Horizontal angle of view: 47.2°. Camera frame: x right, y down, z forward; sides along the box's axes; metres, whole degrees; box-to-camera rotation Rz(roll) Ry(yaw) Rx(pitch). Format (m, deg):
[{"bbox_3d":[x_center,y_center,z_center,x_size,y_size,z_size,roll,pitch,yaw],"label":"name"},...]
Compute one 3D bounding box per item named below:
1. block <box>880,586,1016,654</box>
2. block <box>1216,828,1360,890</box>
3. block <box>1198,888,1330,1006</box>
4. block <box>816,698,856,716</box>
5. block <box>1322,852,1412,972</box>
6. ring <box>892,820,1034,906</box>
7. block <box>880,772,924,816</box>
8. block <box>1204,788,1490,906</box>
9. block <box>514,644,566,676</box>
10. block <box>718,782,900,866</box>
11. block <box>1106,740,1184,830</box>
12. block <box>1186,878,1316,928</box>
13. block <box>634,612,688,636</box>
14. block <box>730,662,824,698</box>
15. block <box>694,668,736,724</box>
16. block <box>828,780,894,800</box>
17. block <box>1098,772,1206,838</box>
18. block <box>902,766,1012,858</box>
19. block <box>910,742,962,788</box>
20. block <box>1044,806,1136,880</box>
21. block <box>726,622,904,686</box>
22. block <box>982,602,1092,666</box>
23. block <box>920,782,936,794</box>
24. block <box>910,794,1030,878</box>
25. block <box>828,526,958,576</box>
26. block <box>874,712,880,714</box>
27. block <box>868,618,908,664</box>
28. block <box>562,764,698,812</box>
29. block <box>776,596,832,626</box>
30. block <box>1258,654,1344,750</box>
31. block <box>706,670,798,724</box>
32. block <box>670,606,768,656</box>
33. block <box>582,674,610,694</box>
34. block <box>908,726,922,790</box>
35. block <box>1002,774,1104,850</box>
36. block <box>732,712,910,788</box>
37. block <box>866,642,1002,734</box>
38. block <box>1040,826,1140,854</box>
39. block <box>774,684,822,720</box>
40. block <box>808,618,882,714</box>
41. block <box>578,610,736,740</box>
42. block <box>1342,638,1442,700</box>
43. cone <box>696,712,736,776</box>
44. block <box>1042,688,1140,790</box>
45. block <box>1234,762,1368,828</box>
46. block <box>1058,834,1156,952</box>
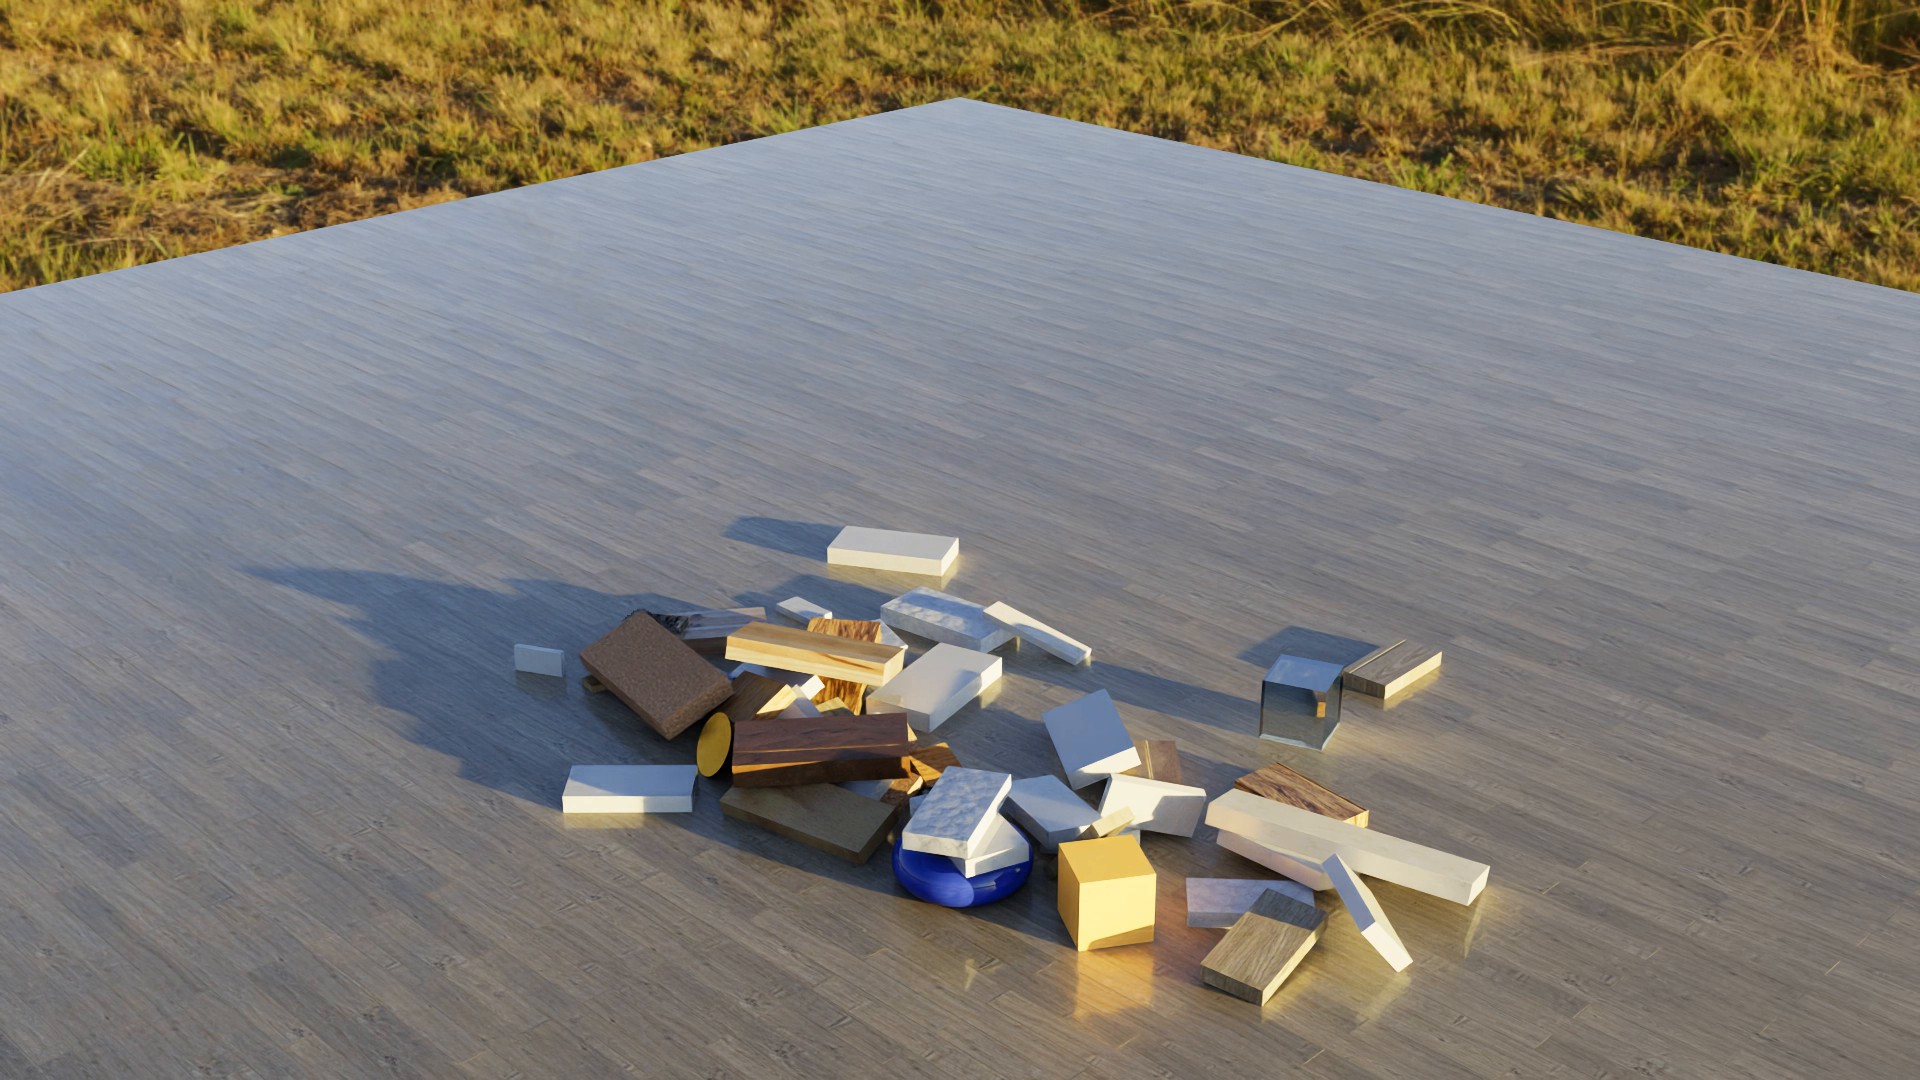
[{"bbox_3d":[-0.025,0.191,5.255,0.303,0.043,0.152,17,28,35],"label":"block"},{"bbox_3d":[0.632,0.606,4.233,0.126,0.036,0.252,0,15,-44],"label":"block"},{"bbox_3d":[0.547,0.729,3.950,0.126,0.036,0.252,19,36,30],"label":"block"},{"bbox_3d":[-0.248,0.409,4.699,0.085,0.024,0.171,-21,47,-33],"label":"block"},{"bbox_3d":[0.742,0.679,4.018,0.033,0.118,0.236,-40,23,8],"label":"block"},{"bbox_3d":[0.005,0.609,4.211,0.273,0.091,0.273,-1,22,0],"label":"ring"},{"bbox_3d":[-0.175,0.495,4.506,0.185,0.026,0.093,19,55,34],"label":"block"},{"bbox_3d":[0.743,0.586,4.232,0.523,0.042,0.150,15,12,23],"label":"block"},{"bbox_3d":[-0.963,0.275,5.036,0.119,0.059,0.017,8,24,17],"label":"block"},{"bbox_3d":[-0.303,0.539,4.389,0.354,0.037,0.130,15,47,32],"label":"block"},{"bbox_3d":[0.380,0.502,4.523,0.150,0.042,0.300,0,23,0],"label":"block"},{"bbox_3d":[0.542,0.681,4.113,0.236,0.033,0.118,1,23,3],"label":"block"},{"bbox_3d":[-0.711,0.196,5.164,0.130,0.018,0.065,4,23,10],"label":"block"},{"bbox_3d":[-0.411,0.314,4.852,0.128,0.036,0.272,-41,28,-13],"label":"block"},{"bbox_3d":[-0.621,0.316,4.916,0.128,0.036,0.256,-39,40,-26],"label":"block"},{"bbox_3d":[-0.279,0.490,4.497,0.260,0.037,0.130,15,50,32],"label":"block"},{"bbox_3d":[0.378,0.524,4.340,0.195,0.098,0.028,11,24,-12],"label":"block"},{"bbox_3d":[-0.004,0.515,4.179,0.130,0.037,0.259,6,25,18],"label":"block"},{"bbox_3d":[-0.032,0.493,4.508,0.093,0.026,0.185,-11,40,-25],"label":"block"},{"bbox_3d":[0.245,0.577,4.183,0.098,0.195,0.028,-20,69,-40],"label":"block"},{"bbox_3d":[-0.316,0.248,4.825,0.355,0.050,0.177,9,10,11],"label":"block"},{"bbox_3d":[0.178,0.218,5.153,0.265,0.018,0.065,27,34,25],"label":"block"},{"bbox_3d":[-0.035,0.524,4.373,0.052,0.015,0.103,-24,42,-10],"label":"block"},{"bbox_3d":[0.015,0.550,4.188,0.130,0.037,0.259,-12,25,-22],"label":"block"},{"bbox_3d":[-0.171,0.027,5.643,0.303,0.043,0.152,6,24,15],"label":"block"},{"bbox_3d":[-0.174,0.436,4.640,0.085,0.024,0.171,-12,42,-26],"label":"block"},{"bbox_3d":[-0.302,0.263,5.083,0.323,0.046,0.162,-10,25,-23],"label":"block"},{"bbox_3d":[-0.674,0.510,4.512,0.260,0.037,0.130,0,23,0],"label":"block"},{"bbox_3d":[-0.379,0.173,5.329,0.065,0.018,0.130,-21,31,-40],"label":"block"},{"bbox_3d":[0.739,0.350,4.756,0.140,0.140,0.140,10,25,22],"label":"block"},{"bbox_3d":[-0.452,0.351,4.719,0.128,0.036,0.256,-44,20,-17],"label":"block"},{"bbox_3d":[-0.607,0.219,5.190,0.303,0.043,0.152,-4,23,-9],"label":"block"},{"bbox_3d":[-0.792,0.315,4.996,0.119,0.017,0.059,-13,26,-29],"label":"block"},{"bbox_3d":[-0.125,0.449,4.592,0.093,0.026,0.185,-11,45,-25],"label":"block"},{"bbox_3d":[0.180,0.538,4.369,0.130,0.037,0.259,-6,18,-22],"label":"block"},{"bbox_3d":[-0.282,0.427,4.481,0.355,0.050,0.177,-3,25,-2],"label":"block"},{"bbox_3d":[-0.056,0.328,4.929,0.162,0.046,0.323,13,26,27],"label":"block"},{"bbox_3d":[0.257,0.585,4.346,0.195,0.028,0.098,2,23,4],"label":"block"},{"bbox_3d":[-0.331,0.394,4.669,0.086,0.024,0.171,-37,60,-11],"label":"block"},{"bbox_3d":[-0.285,0.296,4.912,0.162,0.046,0.323,3,37,8],"label":"block"},{"bbox_3d":[-0.677,0.294,4.880,0.177,0.050,0.411,-36,36,-19],"label":"block"},{"bbox_3d":[0.986,0.292,5.031,0.118,0.033,0.236,20,30,38],"label":"block"},{"bbox_3d":[-0.461,0.445,4.635,0.137,0.137,0.137,18,11,-33],"label":"cone"},{"bbox_3d":[0.274,0.418,4.639,0.150,0.042,0.300,-22,21,0],"label":"block"},{"bbox_3d":[0.690,0.532,4.460,0.126,0.036,0.252,-17,28,-34],"label":"block"},{"bbox_3d":[0.268,0.648,4.050,0.143,0.143,0.143,-5,24,-12],"label":"block"}]
